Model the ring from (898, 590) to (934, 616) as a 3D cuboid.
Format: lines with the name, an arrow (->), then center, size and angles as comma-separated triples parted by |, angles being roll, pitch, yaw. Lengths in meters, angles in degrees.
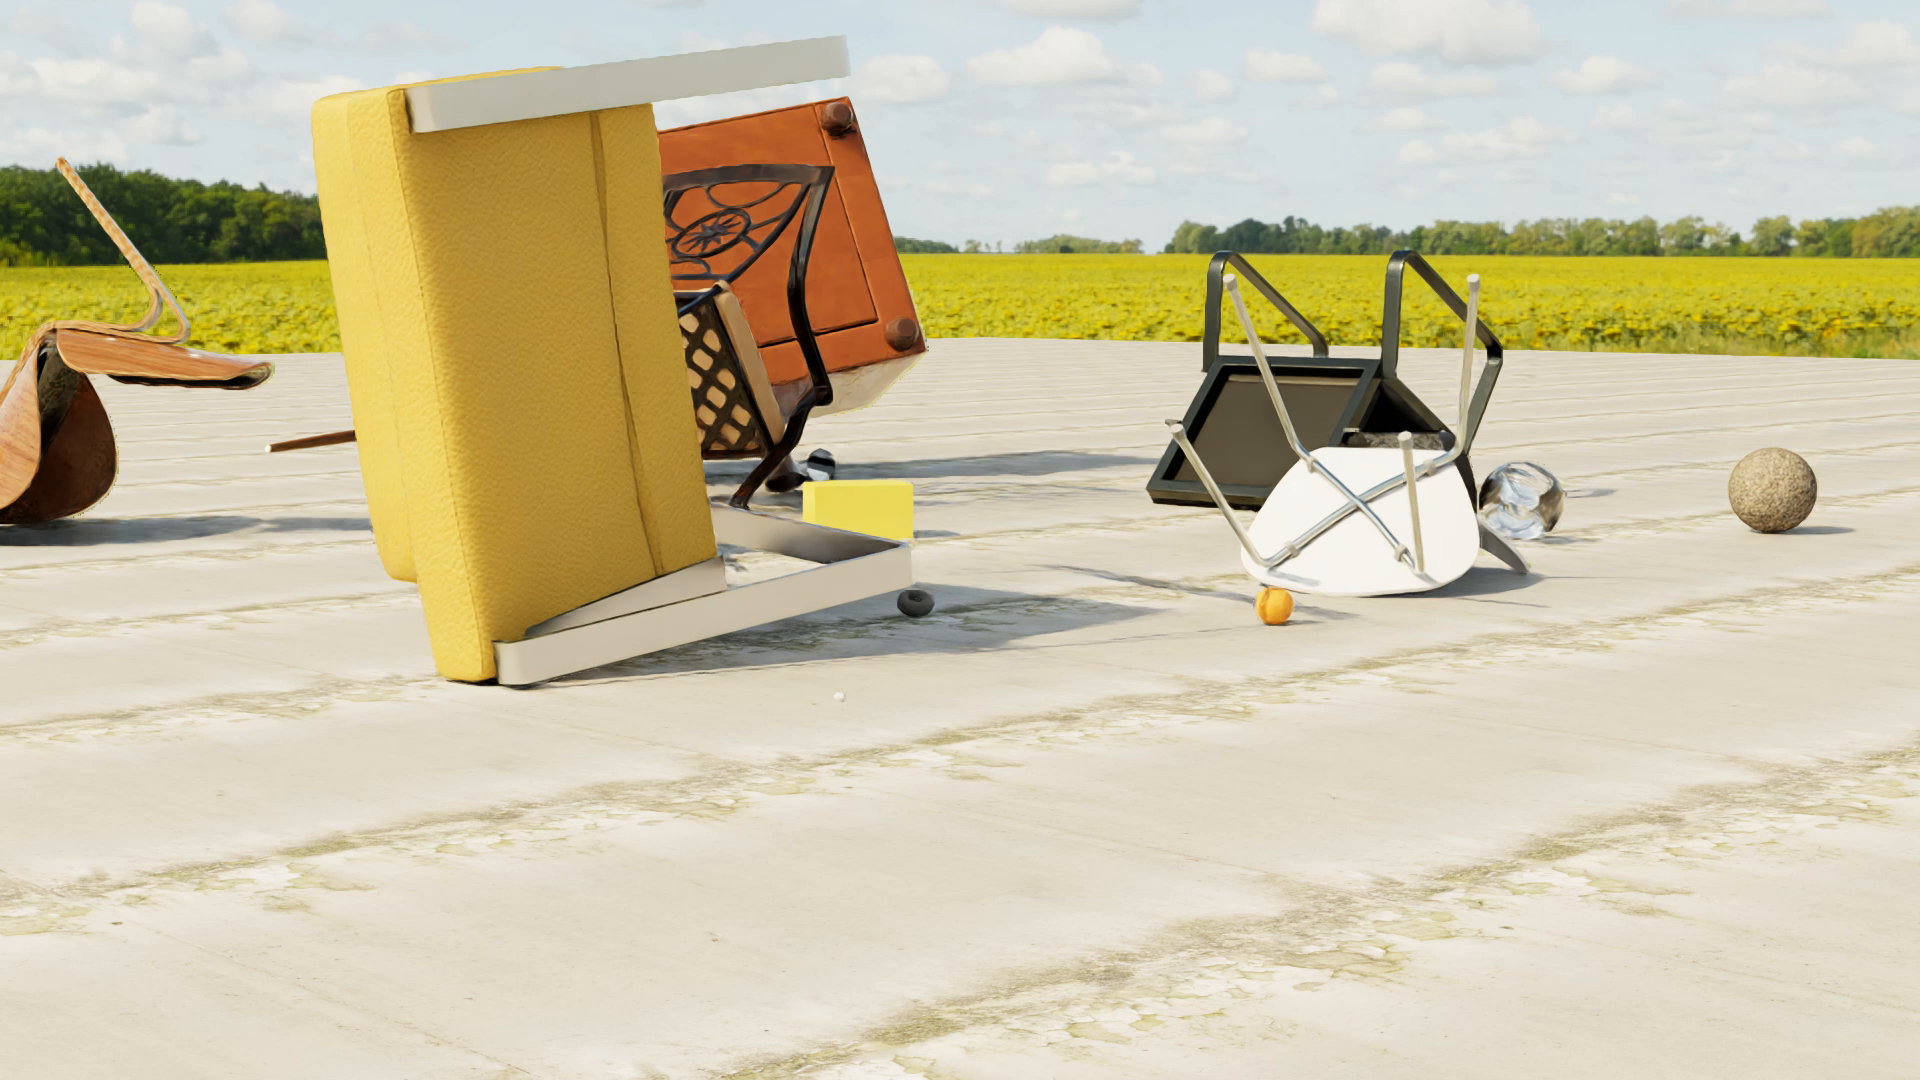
ring -> -0.086, 0.123, 4.987 | 0.072, 0.033, 0.066 | 5, 29, -4

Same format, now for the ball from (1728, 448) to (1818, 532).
ball -> 2.085, -0.128, 6.583 | 0.220, 0.220, 0.220 | 0, 6, 0

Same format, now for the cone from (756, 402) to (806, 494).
cone -> -0.568, -0.292, 7.705 | 0.125, 0.265, 0.275 | -20, -9, 3

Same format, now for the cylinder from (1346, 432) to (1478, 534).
cylinder -> 1.166, -0.149, 6.629 | 0.261, 0.291, 0.171 | -2, -31, -20

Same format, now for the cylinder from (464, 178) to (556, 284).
cylinder -> -1.175, -0.805, 6.698 | 0.123, 0.247, 0.192 | 37, 31, 5

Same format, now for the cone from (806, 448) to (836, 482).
cone -> -0.431, -0.221, 8.296 | 0.094, 0.111, 0.182 | -13, -13, 6

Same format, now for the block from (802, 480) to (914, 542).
block -> -0.258, -0.076, 6.482 | 0.252, 0.136, 0.165 | -1, 6, -13

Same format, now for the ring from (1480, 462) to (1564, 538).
ring -> 1.392, -0.097, 6.359 | 0.207, 0.110, 0.269 | 21, -23, 9
